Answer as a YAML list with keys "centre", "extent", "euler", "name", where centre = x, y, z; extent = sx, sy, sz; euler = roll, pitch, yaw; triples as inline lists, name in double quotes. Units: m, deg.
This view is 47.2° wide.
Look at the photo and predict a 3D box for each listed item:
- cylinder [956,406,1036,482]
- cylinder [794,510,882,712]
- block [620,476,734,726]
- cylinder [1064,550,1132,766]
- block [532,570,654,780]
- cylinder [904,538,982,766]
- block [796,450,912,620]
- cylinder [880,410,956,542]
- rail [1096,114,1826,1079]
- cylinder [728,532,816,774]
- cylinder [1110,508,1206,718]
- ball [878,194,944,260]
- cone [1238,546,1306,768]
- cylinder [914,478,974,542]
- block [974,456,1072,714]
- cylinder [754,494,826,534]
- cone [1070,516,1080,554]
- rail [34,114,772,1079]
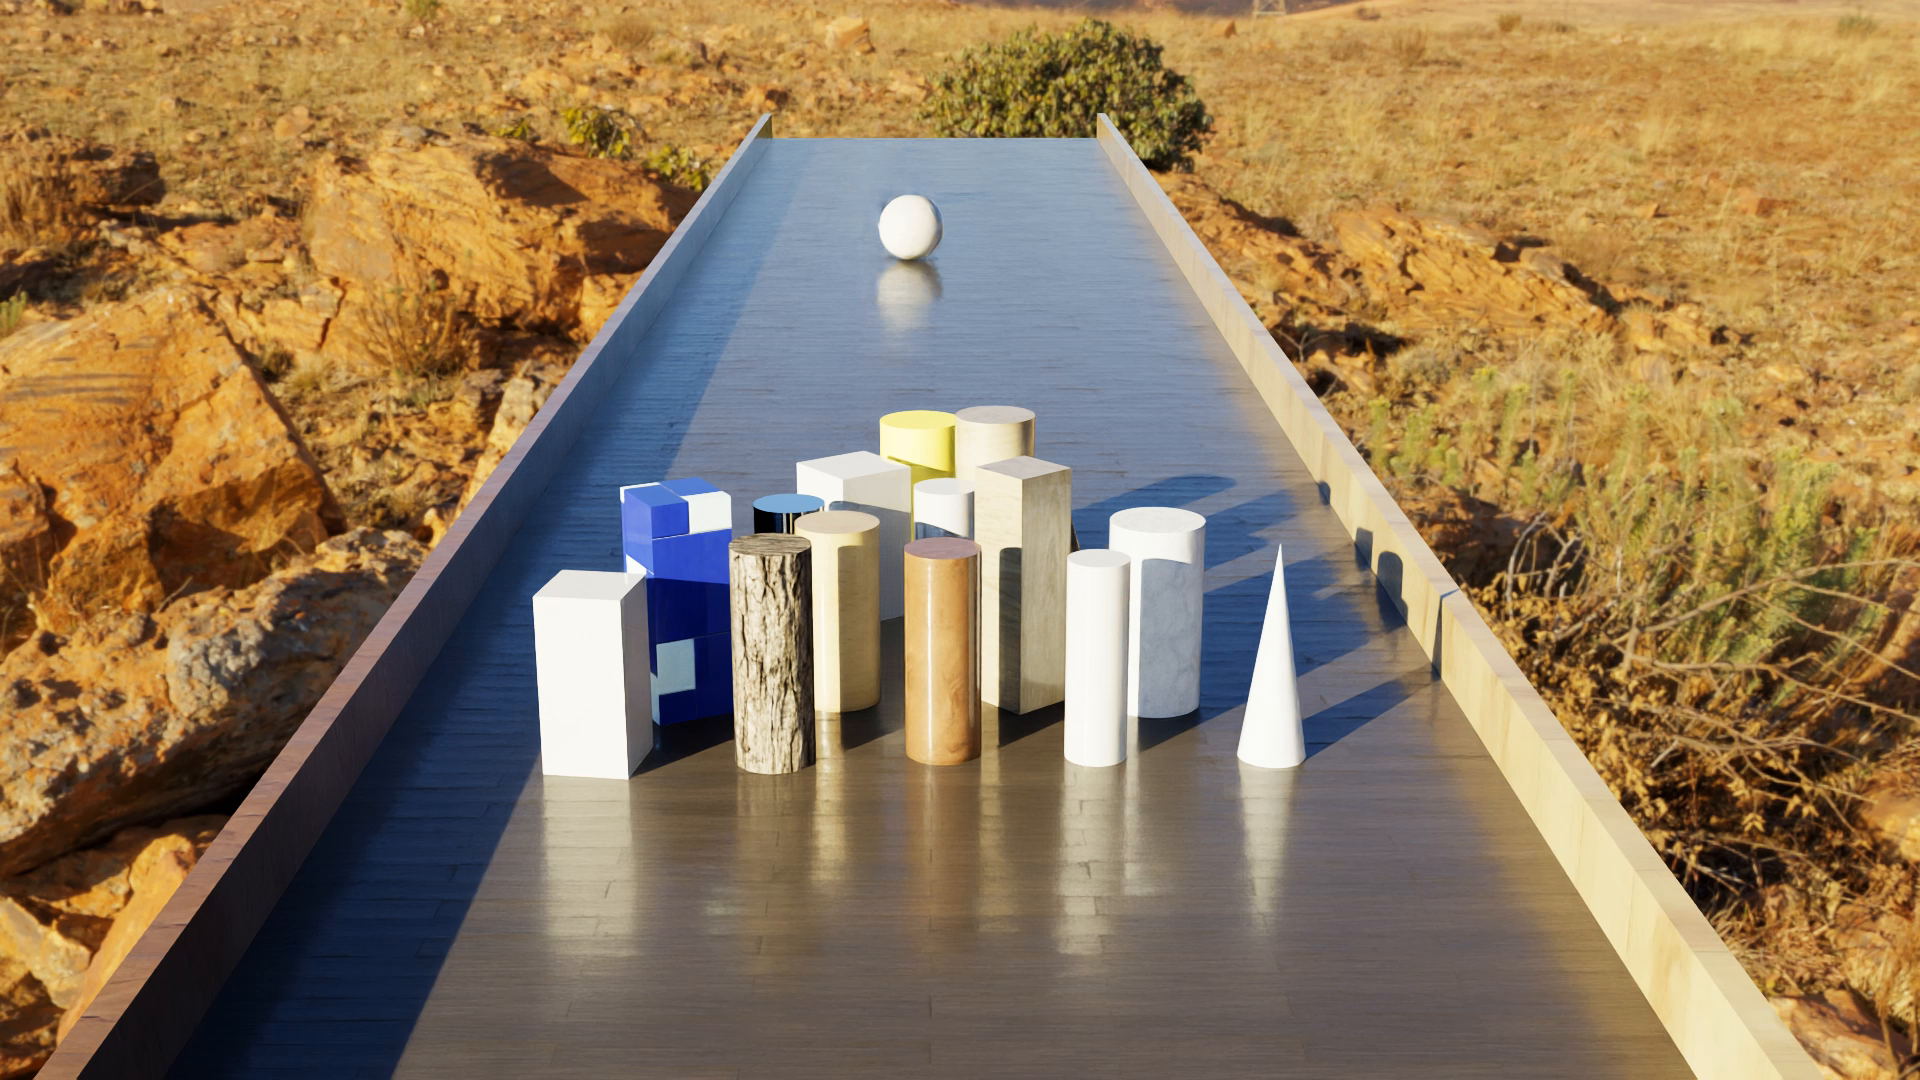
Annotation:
- centre: [0.074, -0.053, 4.645]
  extent: [0.167, 0.434, 0.167]
  euler: [0, 17, 0]
  name: "cylinder"
- centre: [-0.230, 0.134, 4.164]
  extent: [0.159, 0.349, 0.159]
  euler: [0, 17, 0]
  name: "cylinder"
- centre: [-0.525, 0.112, 4.111]
  extent: [0.155, 0.421, 0.155]
  euler: [-9, 19, -27]
  name: "block"
- centre: [0.242, 0.208, 3.882]
  extent: [0.111, 0.368, 0.111]
  euler: [0, 17, 0]
  name: "cylinder"
- centre: [-0.642, 0.235, 3.864]
  extent: [0.154, 0.327, 0.154]
  euler: [3, 17, 8]
  name: "block"
- centre: [-0.030, 0.197, 3.899]
  extent: [0.137, 0.380, 0.137]
  euler: [0, 17, 0]
  name: "cylinder"
- centre: [-0.223, -0.003, 4.668]
  extent: [0.172, 0.324, 0.172]
  euler: [-12, 20, -35]
  name: "block"
- centre: [-0.087, -0.089, 4.884]
  extent: [0.178, 0.366, 0.178]
  euler: [0, 17, 0]
  name: "cylinder"
- centre: [0.932, -0.844, 7.801]
  extent: [0.050, 0.150, 12.000]
  euler: [0, 17, -1]
  name: "rail"
- centre: [-0.328, 0.198, 3.862]
  extent: [0.144, 0.398, 0.144]
  euler: [0, 17, 0]
  name: "cylinder"
- centre: [0.368, 0.135, 4.143]
  extent: [0.178, 0.359, 0.178]
  euler: [0, 17, 0]
  name: "cylinder"
- centre: [-0.201, -1.296, 9.112]
  extent: [0.269, 0.269, 0.269]
  euler: [0, 17, 0]
  name: "ball"
- centre: [0.557, 0.195, 3.878]
  extent: [0.122, 0.396, 0.122]
  euler: [0, 17, 0]
  name: "cone"
- centre: [-0.028, 0.064, 4.389]
  extent: [0.128, 0.354, 0.128]
  euler: [0, 17, 0]
  name: "cylinder"
- centre: [0.117, 0.084, 4.144]
  extent: [0.126, 0.456, 0.126]
  euler: [-14, 22, -40]
  name: "block"
- centre: [-0.340, 0.077, 4.419]
  extent: [0.143, 0.313, 0.143]
  euler: [0, 17, 0]
  name: "cylinder"
- centre: [0.218, 0.091, 4.387]
  extent: [0.164, 0.304, 0.164]
  euler: [0, 17, 0]
  name: "cone"
- centre: [-1.118, -0.838, 7.780]
  extent: [0.050, 0.150, 12.000]
  euler: [0, 17, -1]
  name: "rail"
